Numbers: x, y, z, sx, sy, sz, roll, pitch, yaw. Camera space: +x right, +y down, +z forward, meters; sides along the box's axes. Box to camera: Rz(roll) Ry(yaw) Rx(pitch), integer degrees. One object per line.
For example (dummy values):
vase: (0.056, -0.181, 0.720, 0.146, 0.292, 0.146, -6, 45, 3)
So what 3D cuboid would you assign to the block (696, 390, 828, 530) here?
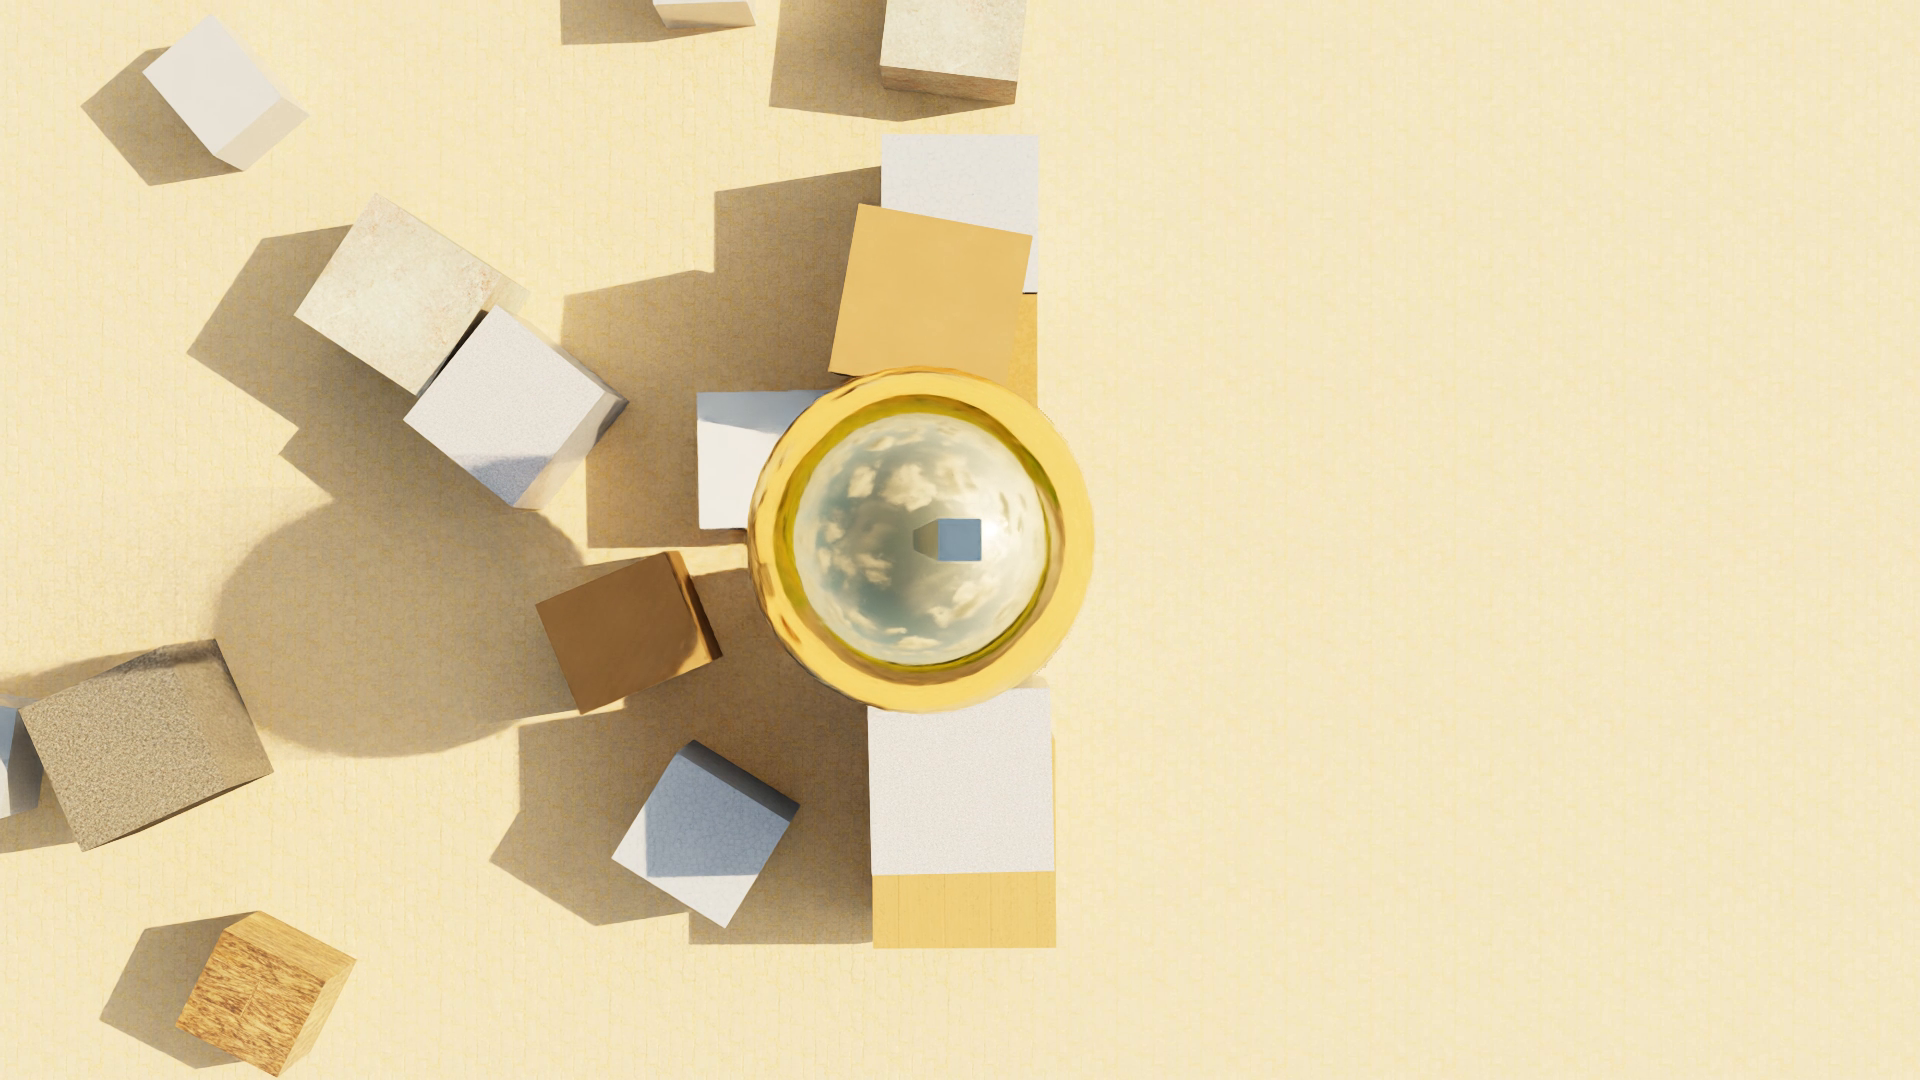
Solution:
block: (-1.080, -0.451, 12.646, 0.768, 0.708, 0.761, -1, 90, 0)

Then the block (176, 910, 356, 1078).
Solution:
block: (-3.987, 2.605, 12.676, 0.645, 0.647, 0.607, 27, 90, 0)

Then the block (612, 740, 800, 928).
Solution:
block: (-1.437, 1.665, 12.595, 0.742, 0.809, 0.689, 32, 90, 0)

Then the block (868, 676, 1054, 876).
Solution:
block: (0.005, 1.204, 11.445, 0.911, 0.967, 0.913, -1, 90, 0)

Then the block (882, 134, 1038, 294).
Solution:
block: (-0.001, -1.788, 12.515, 0.859, 0.970, 0.861, 0, 90, 0)

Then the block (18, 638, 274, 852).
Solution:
block: (-4.628, 1.156, 12.578, 0.879, 0.843, 0.865, -24, 90, 0)

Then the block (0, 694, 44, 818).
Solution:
block: (-5.715, 1.221, 12.744, 0.631, 0.511, 0.633, 9, 90, 0)

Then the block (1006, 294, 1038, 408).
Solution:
block: (-0.006, -0.872, 12.530, 0.863, 0.940, 0.948, 0, 90, 0)

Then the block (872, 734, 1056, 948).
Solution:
block: (0.023, 1.650, 12.464, 0.994, 1.071, 1.131, 0, 90, 0)

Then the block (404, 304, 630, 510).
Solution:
block: (-2.504, -0.738, 12.540, 0.768, 0.920, 0.815, 39, 90, 0)

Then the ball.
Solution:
ball: (-0.179, 0.000, 10.066, 1.600, 1.600, 1.600, 0, 90, 0)

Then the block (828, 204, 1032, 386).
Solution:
block: (-0.151, -1.235, 11.672, 0.909, 0.726, 0.873, 10, 93, 0)

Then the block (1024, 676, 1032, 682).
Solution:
block: (-0.026, 0.383, 11.841, 0.790, 0.669, 0.729, -1, 90, 0)

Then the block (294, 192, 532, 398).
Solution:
block: (-3.106, -1.352, 12.577, 0.839, 0.847, 0.816, 33, 90, 0)

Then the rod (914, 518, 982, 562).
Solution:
rod: (-0.077, 0.000, 6.667, 0.080, 5.200, 0.080, 0, 90, -2)

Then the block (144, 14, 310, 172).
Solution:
block: (-4.237, -2.582, 12.731, 0.512, 0.539, 0.624, -41, 90, 0)

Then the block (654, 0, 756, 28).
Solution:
block: (-1.477, -3.314, 12.703, 0.527, 0.594, 0.567, -2, 90, 0)

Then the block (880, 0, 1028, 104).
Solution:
block: (-0.015, -3.026, 12.677, 0.780, 0.646, 0.813, 7, 90, 0)

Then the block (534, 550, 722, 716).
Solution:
block: (-1.889, 0.522, 12.647, 0.779, 0.706, 0.672, -23, 90, 0)
